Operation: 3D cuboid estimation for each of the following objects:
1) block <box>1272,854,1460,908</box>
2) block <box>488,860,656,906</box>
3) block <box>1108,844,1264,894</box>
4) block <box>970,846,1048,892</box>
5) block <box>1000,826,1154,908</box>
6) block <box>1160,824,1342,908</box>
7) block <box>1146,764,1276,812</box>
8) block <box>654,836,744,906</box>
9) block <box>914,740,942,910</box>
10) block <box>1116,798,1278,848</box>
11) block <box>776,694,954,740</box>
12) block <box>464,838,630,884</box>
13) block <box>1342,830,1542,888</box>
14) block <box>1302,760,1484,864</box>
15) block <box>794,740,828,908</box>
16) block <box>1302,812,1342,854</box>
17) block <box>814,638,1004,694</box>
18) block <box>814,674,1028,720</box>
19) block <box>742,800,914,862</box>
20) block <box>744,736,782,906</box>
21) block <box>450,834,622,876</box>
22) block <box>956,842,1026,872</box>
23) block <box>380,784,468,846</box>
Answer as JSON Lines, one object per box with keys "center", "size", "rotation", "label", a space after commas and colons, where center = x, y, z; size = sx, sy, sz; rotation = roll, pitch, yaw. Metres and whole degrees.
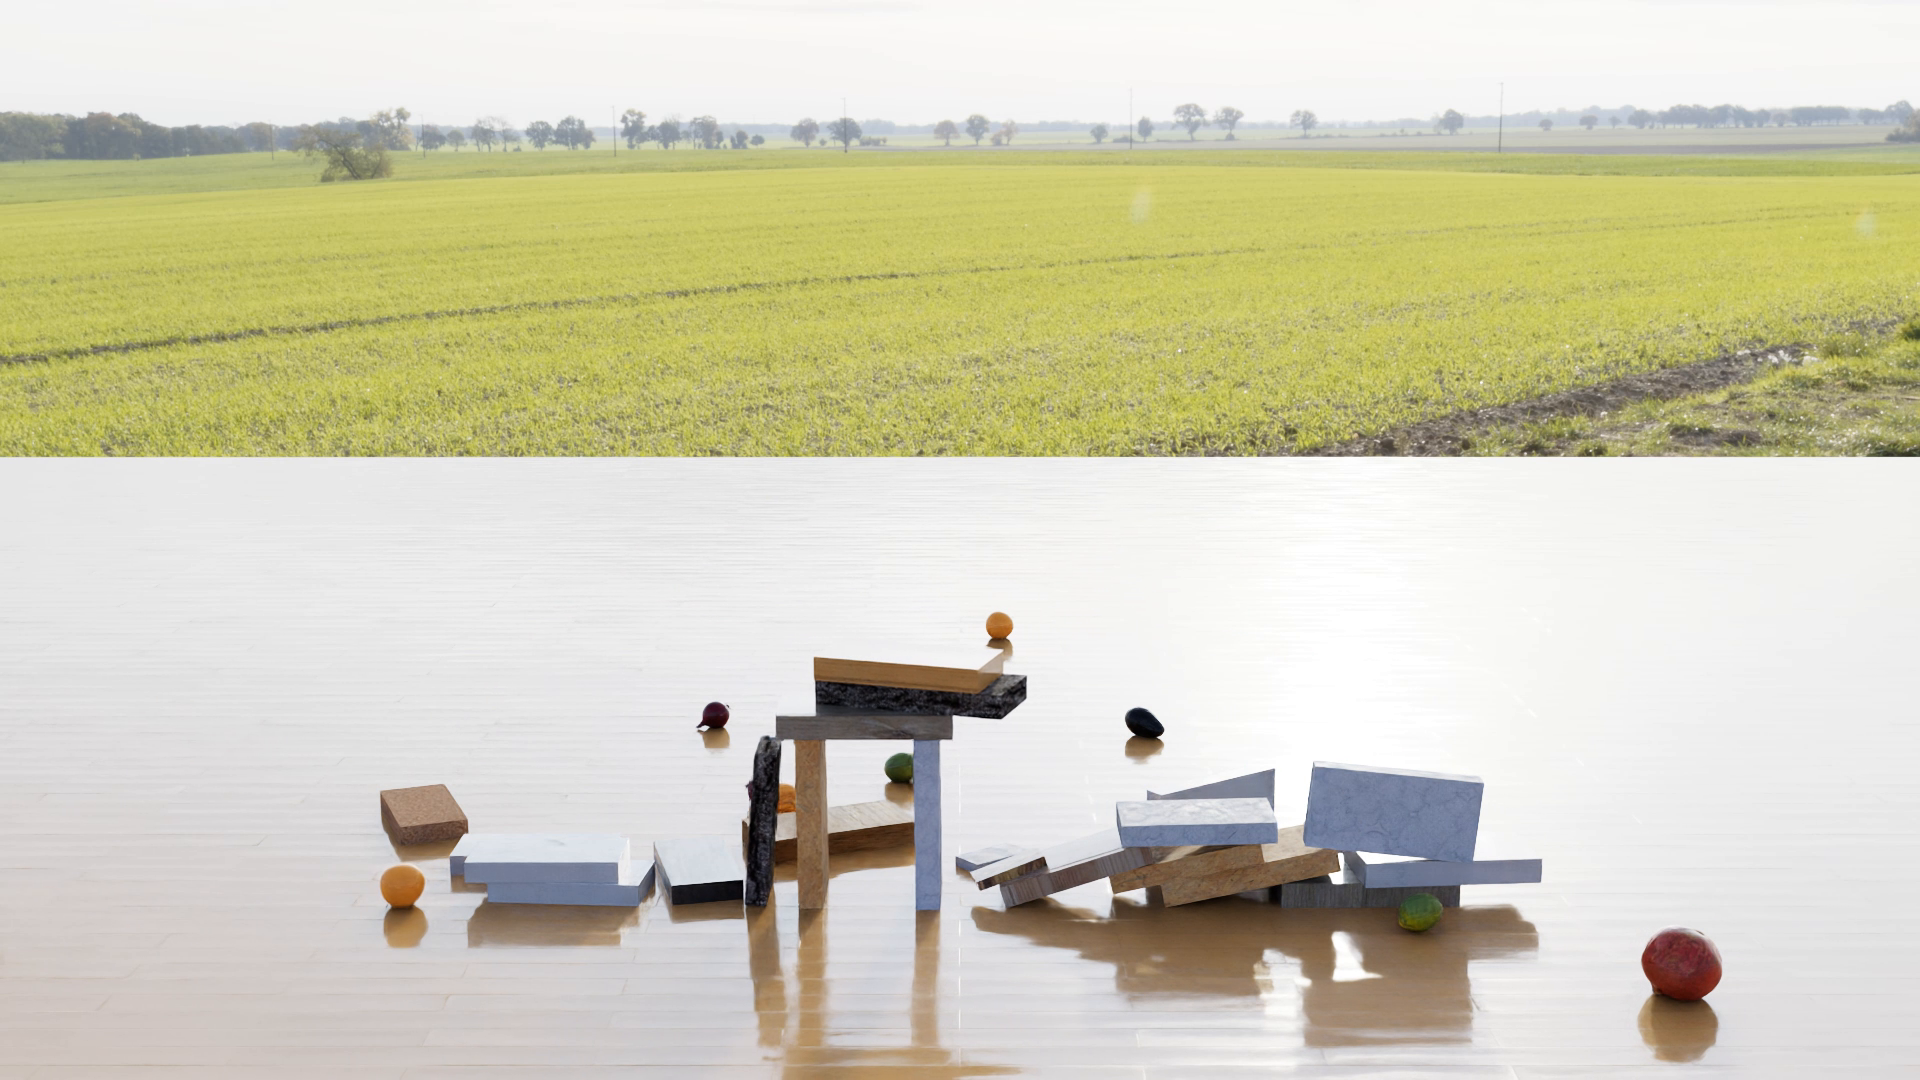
{"center": [0.672, 0.568, 3.672], "size": [0.293, 0.042, 0.147], "rotation": [0, 11, -1], "label": "block"}
{"center": [-0.648, 0.570, 3.677], "size": [0.253, 0.036, 0.126], "rotation": [1, 11, 4], "label": "block"}
{"center": [0.373, 0.522, 3.646], "size": [0.252, 0.036, 0.126], "rotation": [-13, 10, 7], "label": "block"}
{"center": [0.081, 0.545, 3.646], "size": [0.120, 0.017, 0.060], "rotation": [-20, 10, -7], "label": "block"}
{"center": [0.191, 0.536, 3.648], "size": [0.252, 0.036, 0.126], "rotation": [-18, 10, 5], "label": "block"}
{"center": [0.476, 0.538, 3.664], "size": [0.293, 0.042, 0.147], "rotation": [-12, 10, 3], "label": "block"}
{"center": [0.442, 0.485, 3.862], "size": [0.273, 0.136, 0.039], "rotation": [-8, 13, -36], "label": "block"}
{"center": [-0.446, 0.560, 3.739], "size": [0.120, 0.034, 0.239], "rotation": [-3, 11, -15], "label": "block"}
{"center": [-0.053, 0.451, 3.635], "size": [0.040, 0.285, 0.143], "rotation": [-1, 11, 0], "label": "block"}
{"center": [0.387, 0.463, 3.613], "size": [0.252, 0.036, 0.126], "rotation": [-1, 12, 0], "label": "block"}
{"center": [-0.153, 0.290, 3.610], "size": [0.285, 0.040, 0.143], "rotation": [0, 11, 0], "label": "block"}
{"center": [-0.687, 0.535, 3.672], "size": [0.253, 0.036, 0.126], "rotation": [0, 11, 0], "label": "block"}
{"center": [0.799, 0.530, 3.653], "size": [0.293, 0.042, 0.147], "rotation": [-1, 11, -5], "label": "block"}
{"center": [0.703, 0.441, 3.575], "size": [0.273, 0.136, 0.039], "rotation": [6, 11, 1], "label": "block"}
{"center": [-0.245, 0.450, 3.640], "size": [0.040, 0.285, 0.143], "rotation": [-1, 11, 0], "label": "block"}
{"center": [0.749, 0.527, 3.902], "size": [0.273, 0.039, 0.136], "rotation": [1, 11, 6], "label": "block"}
{"center": [-0.084, 0.206, 3.621], "size": [0.283, 0.040, 0.141], "rotation": [3, 11, 18], "label": "block"}
{"center": [-0.063, 0.246, 3.623], "size": [0.321, 0.040, 0.141], "rotation": [4, 11, 18], "label": "block"}
{"center": [-0.233, 0.520, 3.935], "size": [0.283, 0.040, 0.141], "rotation": [-5, 12, -24], "label": "block"}
{"center": [-0.325, 0.465, 3.645], "size": [0.036, 0.253, 0.126], "rotation": [4, 11, 0], "label": "block"}
{"center": [-0.734, 0.545, 3.818], "size": [0.276, 0.034, 0.120], "rotation": [0, 11, -1], "label": "block"}
{"center": [0.057, 0.553, 3.822], "size": [0.120, 0.017, 0.060], "rotation": [-8, 13, -38], "label": "block"}
{"center": [-0.987, 0.503, 4.044], "size": [0.120, 0.034, 0.239], "rotation": [-4, 11, -23], "label": "block"}
